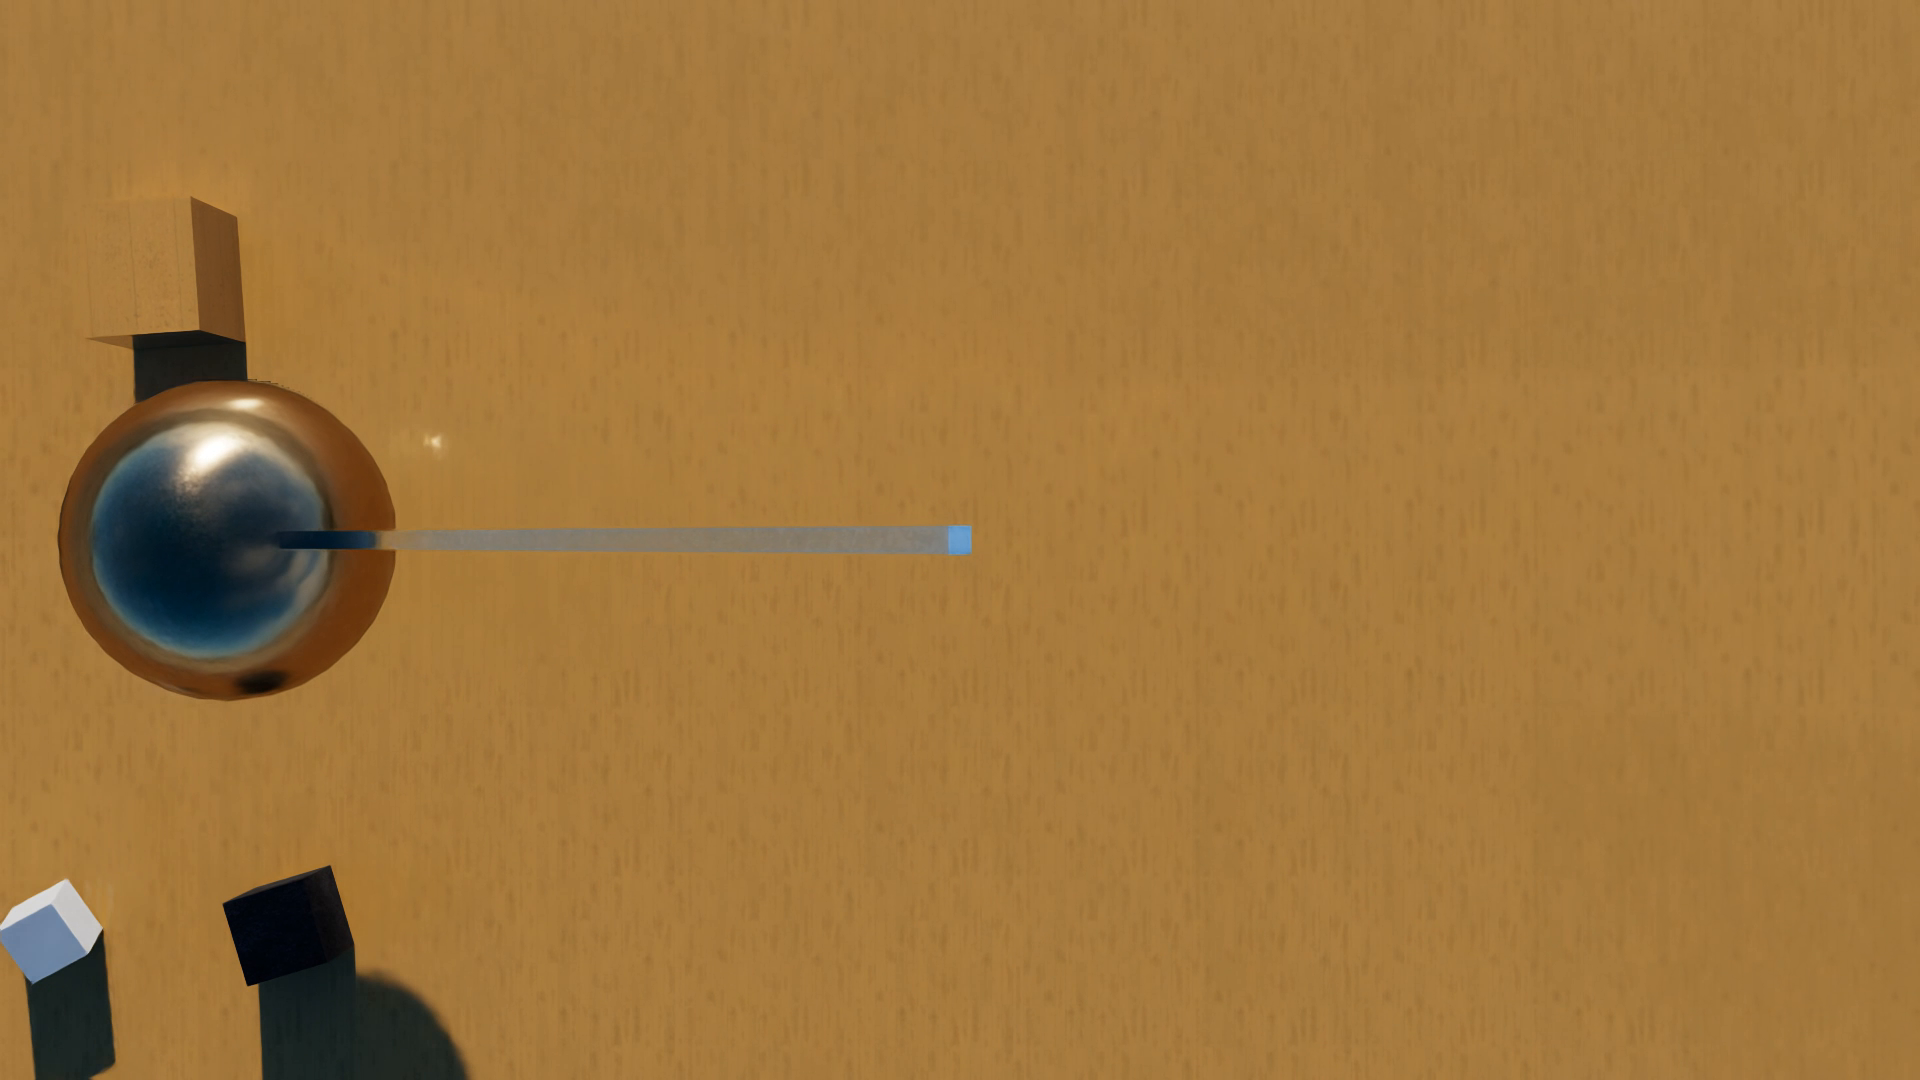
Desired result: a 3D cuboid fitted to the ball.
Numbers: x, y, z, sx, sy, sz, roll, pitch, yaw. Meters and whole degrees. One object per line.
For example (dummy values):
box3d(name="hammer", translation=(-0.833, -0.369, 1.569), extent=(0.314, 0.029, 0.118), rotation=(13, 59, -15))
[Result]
box3d(name="ball", translation=(-3.621, 0.000, 10.926), extent=(1.600, 1.600, 1.600), rotation=(0, 90, 0))

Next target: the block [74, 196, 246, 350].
box3d(name="block", translation=(-4.571, -1.515, 12.604), extent=(0.649, 0.792, 0.745), rotation=(-4, 90, 0))

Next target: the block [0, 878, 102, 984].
box3d(name="block", translation=(-5.289, 2.272, 12.777), extent=(0.367, 0.354, 0.370), rotation=(-28, 107, 0))

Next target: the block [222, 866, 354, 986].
box3d(name="block", translation=(-3.877, 2.224, 12.720), extent=(0.472, 0.560, 0.490), rotation=(-17, 90, 0))

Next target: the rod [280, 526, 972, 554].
box3d(name="rod", translation=(-1.569, 0.000, 8.215), extent=(0.080, 5.200, 0.080), rotation=(0, 90, -37))
